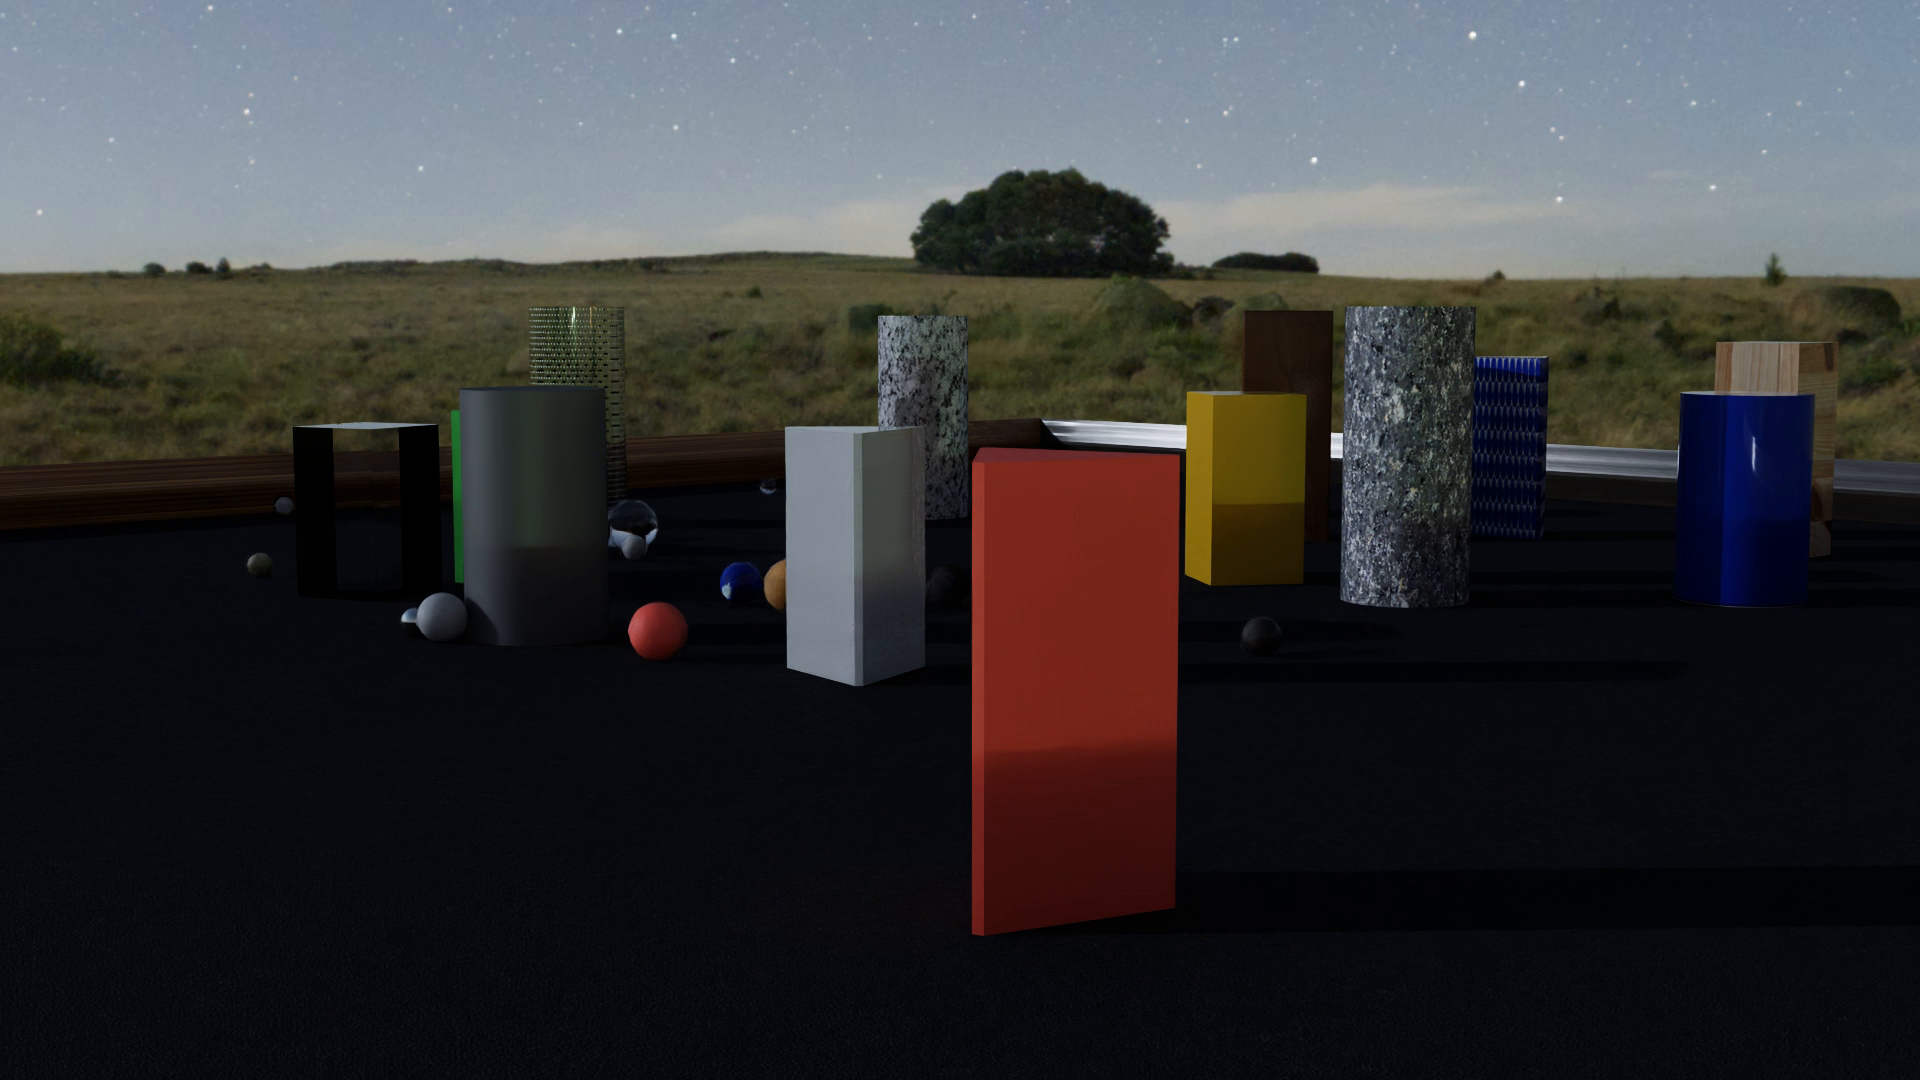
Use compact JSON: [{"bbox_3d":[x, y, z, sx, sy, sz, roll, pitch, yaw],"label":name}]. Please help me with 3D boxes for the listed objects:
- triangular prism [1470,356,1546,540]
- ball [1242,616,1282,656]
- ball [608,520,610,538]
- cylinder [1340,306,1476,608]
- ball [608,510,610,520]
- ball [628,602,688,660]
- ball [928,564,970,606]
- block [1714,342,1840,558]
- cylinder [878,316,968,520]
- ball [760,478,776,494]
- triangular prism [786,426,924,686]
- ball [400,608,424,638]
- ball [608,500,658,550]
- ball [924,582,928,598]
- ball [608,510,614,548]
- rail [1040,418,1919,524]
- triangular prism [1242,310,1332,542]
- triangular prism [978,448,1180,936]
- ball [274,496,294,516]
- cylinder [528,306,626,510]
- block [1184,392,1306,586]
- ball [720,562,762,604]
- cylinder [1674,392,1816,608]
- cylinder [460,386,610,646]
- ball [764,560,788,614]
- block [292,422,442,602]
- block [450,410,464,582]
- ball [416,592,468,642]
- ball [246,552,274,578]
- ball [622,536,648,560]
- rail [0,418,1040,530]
[{"bbox_3d":[1.117,-0.187,4.356,0.146,0.352,0.169,-6,8,-42],"label":"triangular prism"},{"bbox_3d":[0.388,0.124,2.828,0.052,0.052,0.052,0,6,0],"label":"ball"},{"bbox_3d":[-0.683,-0.019,4.004,0.093,0.093,0.093,0,6,0],"label":"ball"},{"bbox_3d":[0.684,-0.132,3.366,0.195,0.449,0.195,0,6,0],"label":"cylinder"},{"bbox_3d":[-0.720,-0.042,4.280,0.080,0.080,0.080,0,6,0],"label":"ball"},{"bbox_3d":[-0.383,0.116,2.795,0.075,0.075,0.075,0,6,0],"label":"ball"},{"bbox_3d":[-0.016,0.067,3.313,0.064,0.064,0.064,0,6,0],"label":"ball"},{"bbox_3d":[1.478,-0.166,3.994,0.156,0.386,0.156,-6,8,-44],"label":"block"},{"bbox_3d":[-0.079,-0.268,4.749,0.195,0.431,0.195,0,6,0],"label":"cylinder"},{"bbox_3d":[-0.463,-0.130,5.310,0.040,0.040,0.040,0,6,0],"label":"ball"},{"bbox_3d":[-0.106,0.013,2.703,0.146,0.300,0.169,-4,7,-34],"label":"triangular prism"},{"bbox_3d":[-0.742,0.113,2.995,0.040,0.040,0.040,0,6,0],"label":"ball"},{"bbox_3d":[-0.605,-0.026,4.057,0.095,0.095,0.095,0,6,0],"label":"ball"},{"bbox_3d":[-0.071,0.076,3.337,0.043,0.043,0.043,0,6,0],"label":"ball"},{"bbox_3d":[-0.653,-0.022,4.135,0.069,0.069,0.069,0,6,0],"label":"ball"},{"bbox_3d":[1.672,-0.128,4.866,0.045,0.127,4.288,-5,8,-42],"label":"rail"},{"bbox_3d":[0.635,-0.225,4.290,0.169,0.443,0.146,1,6,8],"label":"triangular prism"},{"bbox_3d":[0.053,0.103,1.656,0.169,0.338,0.146,-3,7,-27],"label":"triangular prism"},{"bbox_3d":[-1.467,-0.074,4.776,0.041,0.041,0.041,0,6,0],"label":"ball"},{"bbox_3d":[-0.789,-0.256,4.548,0.195,0.450,0.195,0,6,0],"label":"cylinder"},{"bbox_3d":[0.469,-0.088,3.629,0.156,0.308,0.156,-1,6,-10],"label":"block"},{"bbox_3d":[-0.332,0.065,3.328,0.065,0.065,0.065,0,6,0],"label":"ball"},{"bbox_3d":[1.202,-0.066,3.373,0.195,0.317,0.195,0,6,0],"label":"cylinder"},{"bbox_3d":[-0.580,-0.037,3.000,0.195,0.338,0.195,0,6,0],"label":"cylinder"},{"bbox_3d":[-0.248,0.068,3.227,0.081,0.081,0.081,0,6,0],"label":"ball"},{"bbox_3d":[-0.927,-0.047,3.447,0.156,0.264,0.156,3,7,26],"label":"block"},{"bbox_3d":[-0.731,-0.076,3.640,0.156,0.281,0.156,2,6,14],"label":"block"},{"bbox_3d":[-0.695,0.104,2.952,0.067,0.067,0.067,0,6,0],"label":"ball"},{"bbox_3d":[-1.165,0.042,3.661,0.042,0.042,0.042,0,6,0],"label":"ball"},{"bbox_3d":[-0.578,0.014,3.909,0.045,0.045,0.045,0,6,0],"label":"ball"},{"bbox_3d":[-1.438,-0.129,4.882,4.597,0.127,0.045,-5,8,-42],"label":"rail"}]
